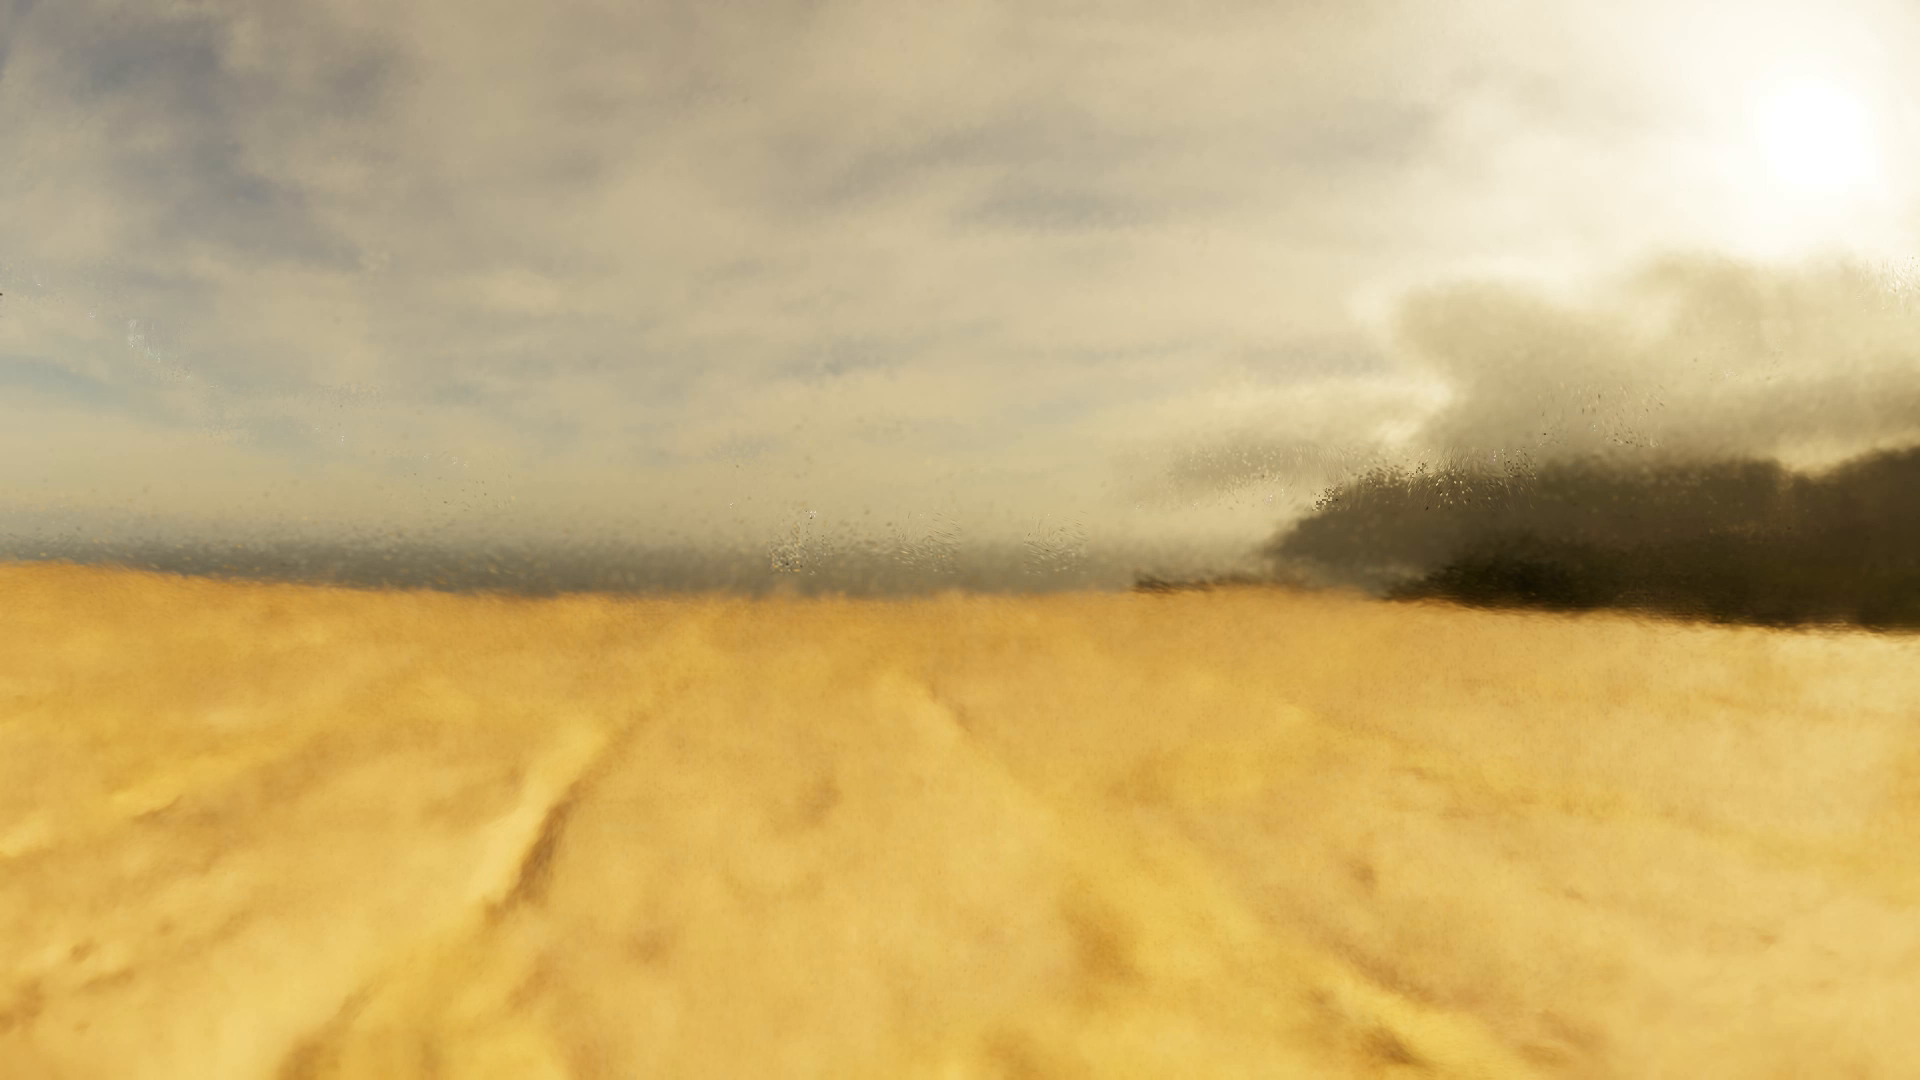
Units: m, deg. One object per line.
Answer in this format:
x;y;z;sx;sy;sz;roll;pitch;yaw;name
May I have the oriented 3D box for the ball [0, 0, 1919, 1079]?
0.000;-0.002;0.056;0.080;0.080;0.080;0;4;0;ball
